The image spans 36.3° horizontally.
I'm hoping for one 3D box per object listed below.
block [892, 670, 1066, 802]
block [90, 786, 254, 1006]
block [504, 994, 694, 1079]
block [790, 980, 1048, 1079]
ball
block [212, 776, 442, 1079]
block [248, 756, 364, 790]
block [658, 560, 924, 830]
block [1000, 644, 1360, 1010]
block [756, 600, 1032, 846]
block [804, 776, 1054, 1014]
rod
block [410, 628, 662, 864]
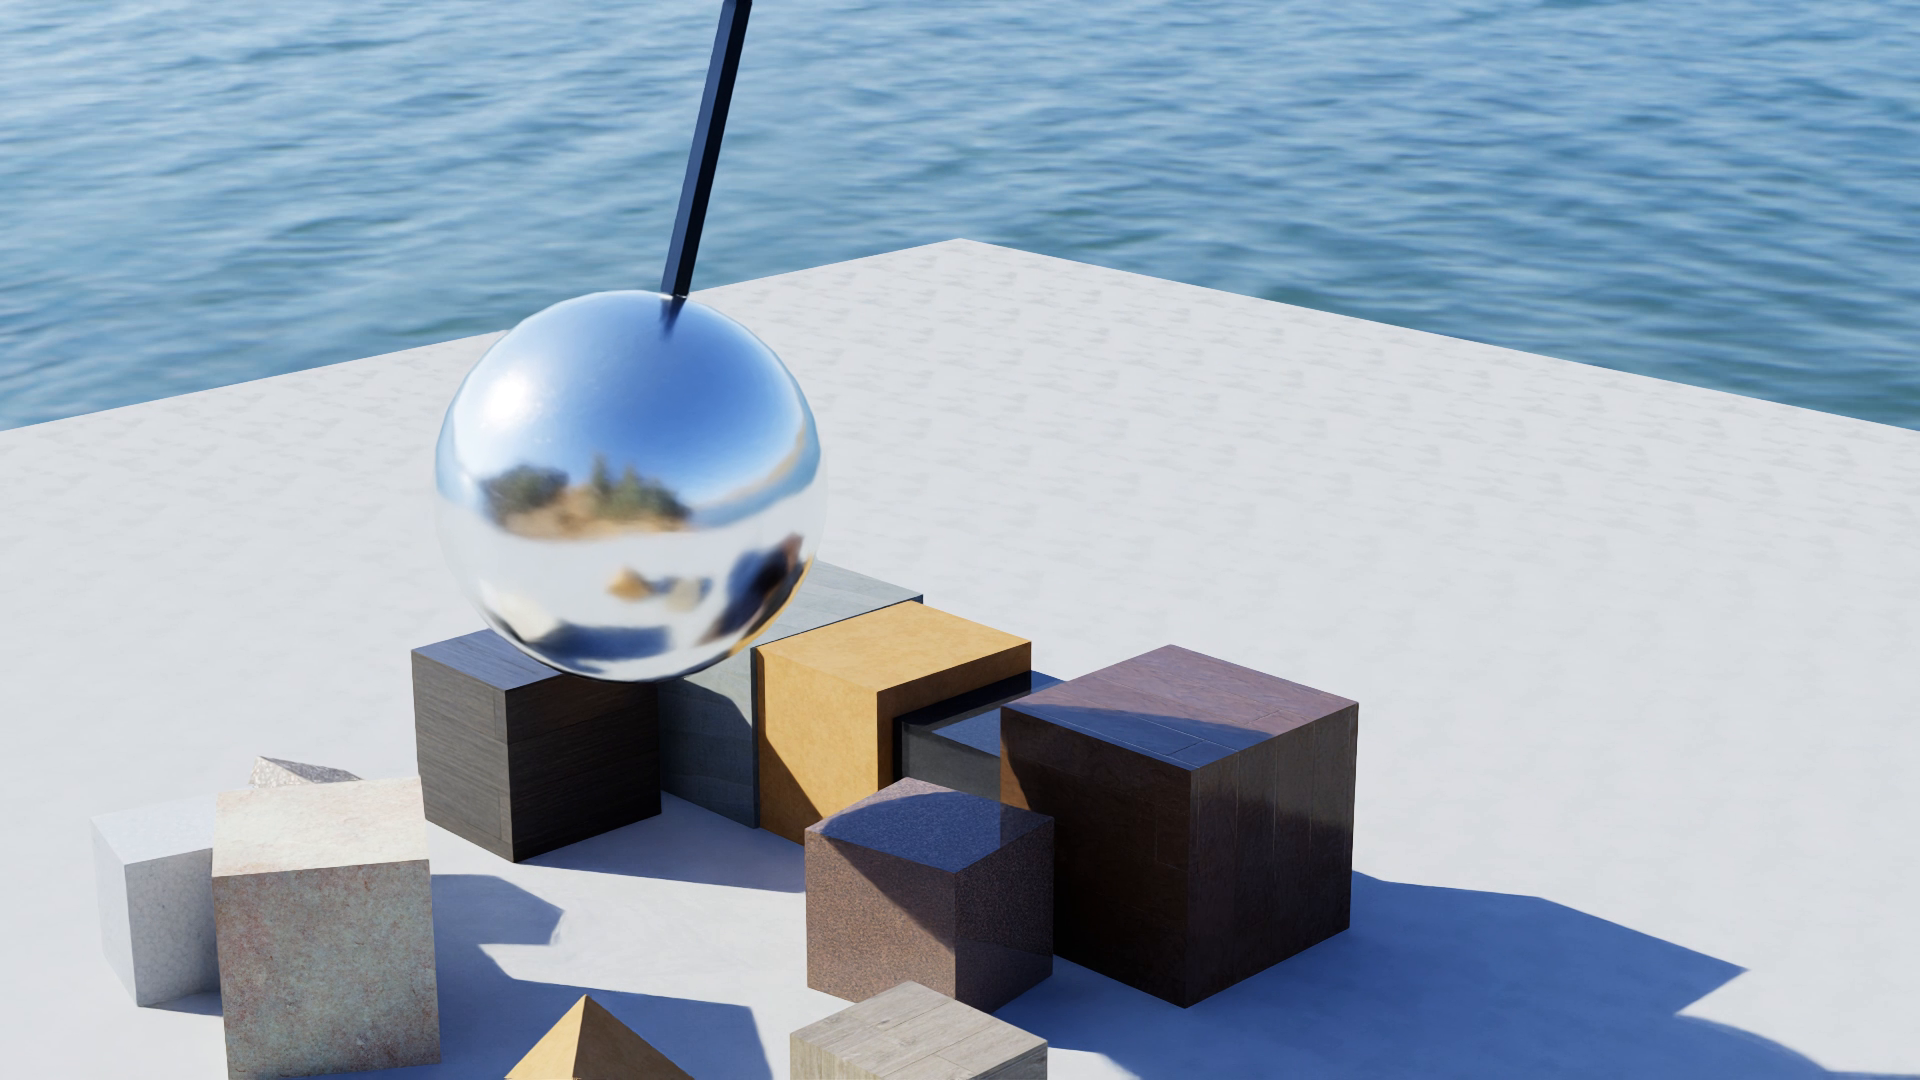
[{"bbox_3d":[0.282,1.154,13.386,0.904,0.771,0.750,-17,24,-42],"label":"block"},{"bbox_3d":[-3.252,1.506,12.483,0.702,0.641,0.577,-10,20,-28],"label":"block"},{"bbox_3d":[-1.271,2.131,9.941,0.667,0.707,0.679,41,11,-14],"label":"block"},{"bbox_3d":[-0.151,2.085,10.726,0.710,0.590,0.616,16,24,42],"label":"block"},{"bbox_3d":[-1.332,-0.214,11.879,1.600,1.600,1.600,0,17,0],"label":"ball"},{"bbox_3d":[-2.565,1.564,11.890,0.825,0.887,0.875,-4,18,-12],"label":"block"},{"bbox_3d":[-2.885,1.297,13.138,0.476,0.486,0.518,16,0,-44],"label":"block"},{"bbox_3d":[-0.950,0.710,14.558,1.127,0.916,1.052,-17,24,-42],"label":"block"},{"bbox_3d":[0.944,1.208,12.731,1.067,1.061,1.110,17,24,42],"label":"block"},{"bbox_3d":[-0.308,0.923,13.888,0.986,0.912,0.834,-16,24,-41],"label":"block"},{"bbox_3d":[-0.125,1.521,12.300,0.770,0.722,0.708,12,21,34],"label":"block"},{"bbox_3d":[-0.577,-3.520,11.631,0.080,5.200,0.080,17,6,42],"label":"rod"},{"bbox_3d":[-2.017,0.919,13.996,0.865,0.854,0.766,-16,23,-41],"label":"block"}]
